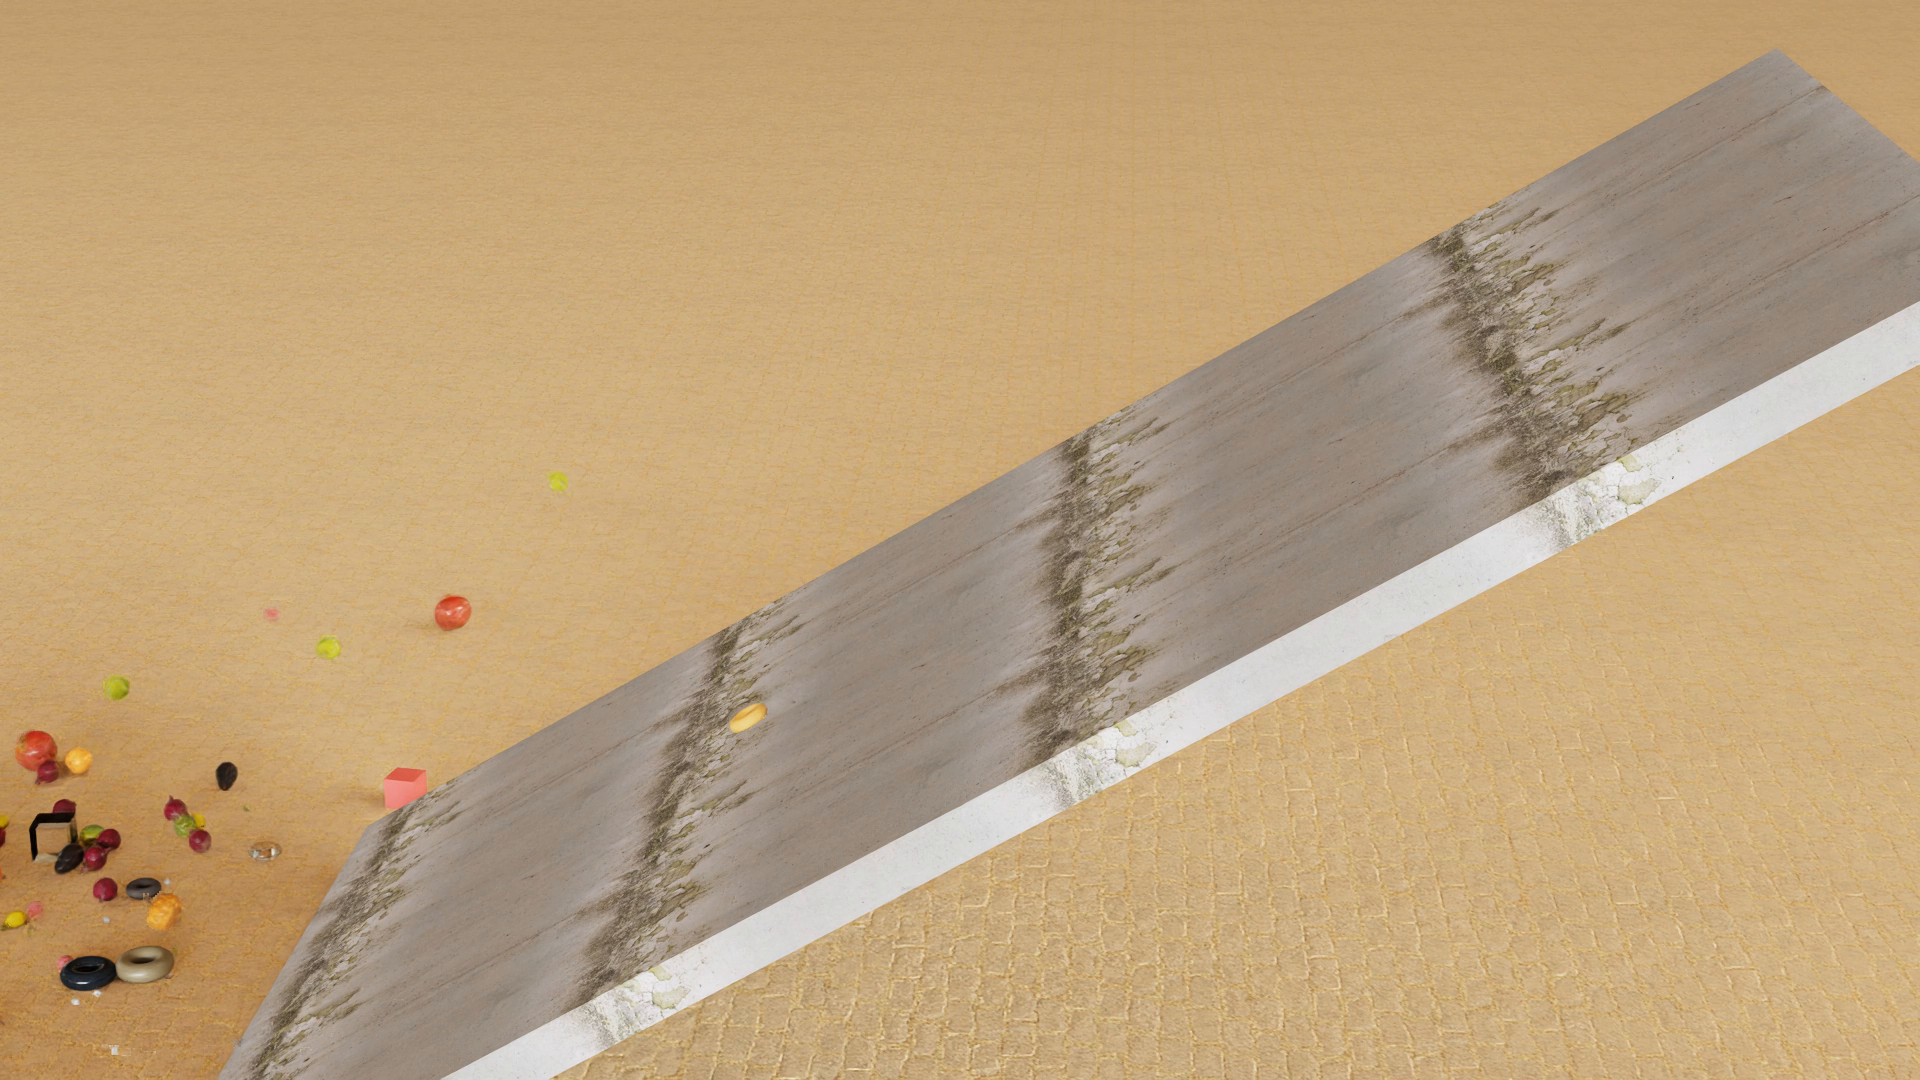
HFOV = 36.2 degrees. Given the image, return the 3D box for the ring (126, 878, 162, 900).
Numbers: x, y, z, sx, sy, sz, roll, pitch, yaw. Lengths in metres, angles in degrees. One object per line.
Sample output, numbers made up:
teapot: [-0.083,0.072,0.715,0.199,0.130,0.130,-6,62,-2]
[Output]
ring: [-2.070,0.884,7.455,0.087,0.029,0.087,1,20,0]

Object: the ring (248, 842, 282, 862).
ring: [-1.811,0.811,7.666,0.087,0.029,0.087,1,18,0]

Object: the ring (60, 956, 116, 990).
ring: [-2.076,1.031,7.003,0.131,0.044,0.131,1,19,0]

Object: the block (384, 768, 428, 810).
block: [-1.503,0.675,7.976,0.085,0.085,0.085,5,19,13]

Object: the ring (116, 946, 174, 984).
ring: [-1.953,1.016,7.042,0.140,0.047,0.140,-1,20,0]

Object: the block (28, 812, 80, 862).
block: [-2.361,0.775,7.667,0.097,0.097,0.097,-1,19,-2]

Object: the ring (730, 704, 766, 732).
ring: [-0.470,0.395,6.535,0.092,0.031,0.092,-31,13,8]

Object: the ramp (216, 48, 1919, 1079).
ramp: [0.142,0.168,6.286,4.000,0.100,2.000,-29,15,12]
